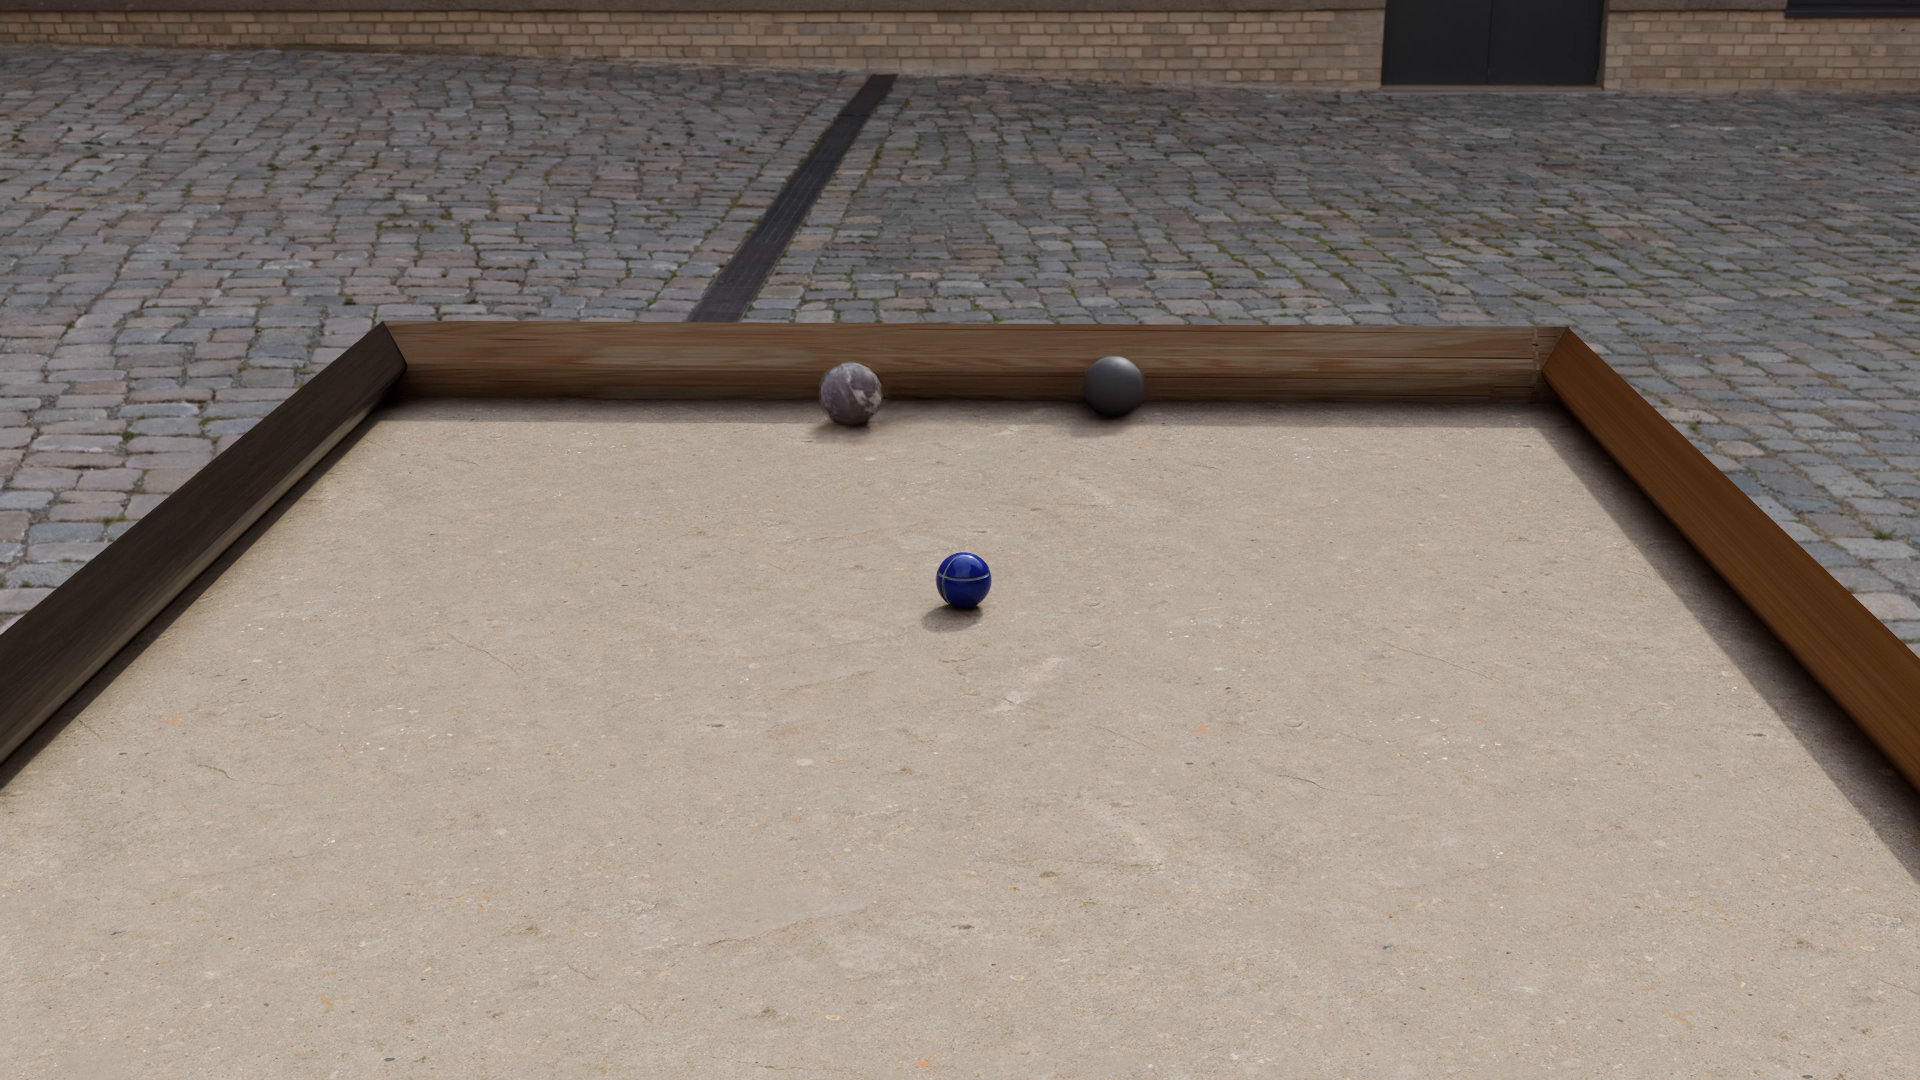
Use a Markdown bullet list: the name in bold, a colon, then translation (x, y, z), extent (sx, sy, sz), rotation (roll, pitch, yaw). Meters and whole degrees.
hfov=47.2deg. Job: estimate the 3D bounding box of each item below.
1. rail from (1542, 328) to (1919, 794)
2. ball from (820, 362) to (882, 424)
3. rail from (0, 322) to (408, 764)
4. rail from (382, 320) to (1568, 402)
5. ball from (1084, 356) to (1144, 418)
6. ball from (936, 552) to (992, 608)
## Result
- **rail**: translation (0.838, 0.232, 1.788), extent (0.045, 0.115, 3.098), rotation (0, 19, 1)
- **ball**: translation (-0.155, -0.210, 3.152), extent (0.089, 0.089, 0.089), rotation (0, 19, 0)
- **rail**: translation (-0.872, 0.220, 1.825), extent (0.045, 0.115, 3.098), rotation (0, 19, 1)
- **rail**: translation (0.017, -0.258, 3.252), extent (1.758, 0.115, 0.045), rotation (0, 19, 1)
- **ball**: translation (0.223, -0.222, 3.191), extent (0.089, 0.089, 0.089), rotation (0, 19, 0)
- **ball**: translation (0.004, 0.044, 2.435), extent (0.062, 0.062, 0.062), rotation (0, 19, 0)
